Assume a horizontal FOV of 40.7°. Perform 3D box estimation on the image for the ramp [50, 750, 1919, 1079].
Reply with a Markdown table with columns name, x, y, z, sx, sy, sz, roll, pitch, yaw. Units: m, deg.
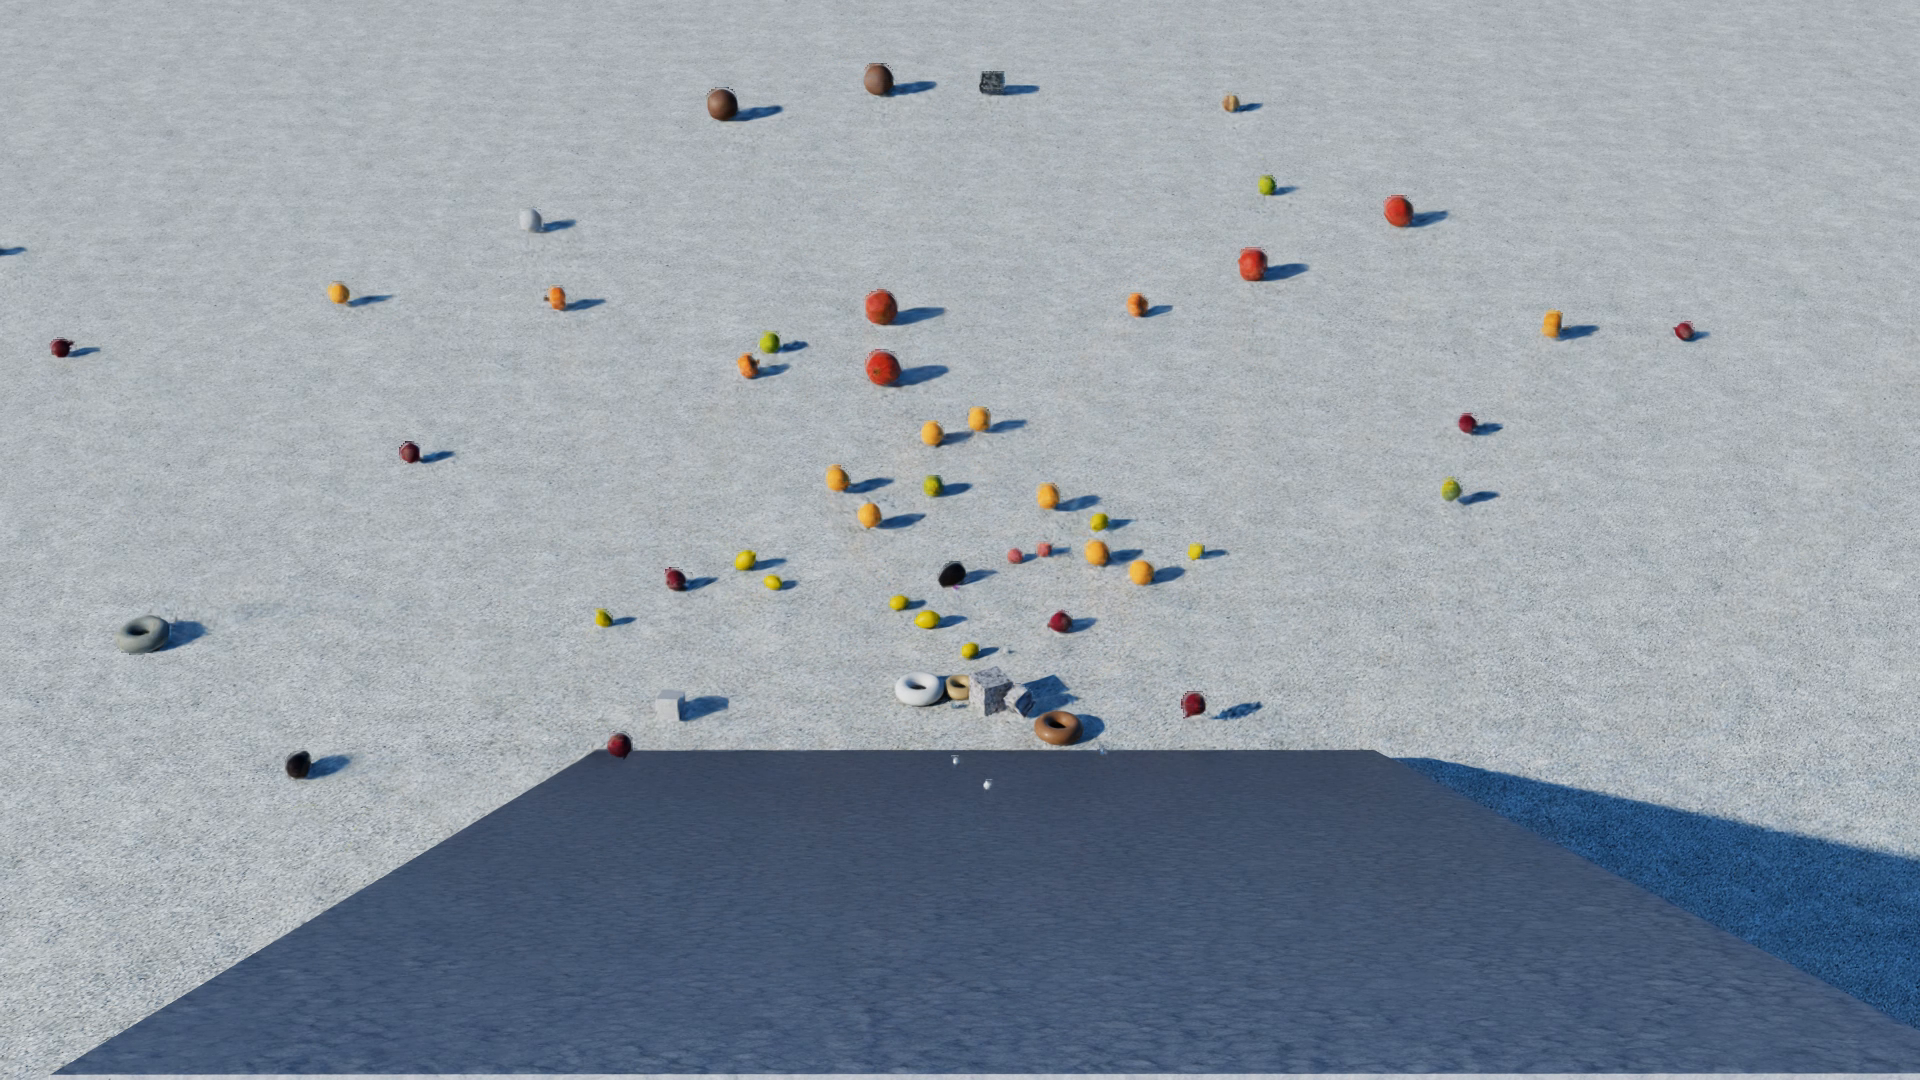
| name | x | y | z | sx | sy | sz | roll | pitch | yaw |
| --- | --- | --- | --- | --- | --- | --- | --- | --- | --- |
| ramp | 0.066 | 0.593 | 4.648 | 2.000 | 0.100 | 4.000 | 0 | 0 | 0 |

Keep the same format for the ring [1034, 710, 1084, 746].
| name | x | y | z | sx | sy | sz | roll | pitch | yaw |
| --- | --- | --- | --- | --- | --- | --- | --- | --- | --- |
| ring | 0.262 | 0.497 | 6.854 | 0.131 | 0.044 | 0.131 | 1 | 30 | -1 |

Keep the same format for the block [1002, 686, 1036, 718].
| name | x | y | z | sx | sy | sz | roll | pitch | yaw |
| --- | --- | --- | --- | --- | --- | --- | --- | --- | --- |
| block | 0.159 | 0.432 | 6.925 | 0.054 | 0.054 | 0.054 | -45 | 34 | -20 |

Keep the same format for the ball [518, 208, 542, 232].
| name | x | y | z | sx | sy | sz | roll | pitch | yaw |
| --- | --- | --- | --- | --- | --- | --- | --- | --- | --- |
| ball | -1.629 | -1.212 | 9.810 | 0.087 | 0.087 | 0.087 | 0 | 30 | 0 |

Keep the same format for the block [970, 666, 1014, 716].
| name | x | y | z | sx | sy | sz | roll | pitch | yaw |
| --- | --- | --- | --- | --- | --- | --- | --- | --- | --- |
| block | 0.084 | 0.407 | 6.968 | 0.087 | 0.087 | 0.087 | -15 | 33 | -24 |

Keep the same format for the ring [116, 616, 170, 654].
| name | x | y | z | sx | sy | sz | roll | pitch | yaw |
| --- | --- | --- | --- | --- | --- | --- | --- | --- | --- |
| ring | -2.289 | 0.265 | 7.252 | 0.147 | 0.049 | 0.147 | -3 | 33 | 2 |

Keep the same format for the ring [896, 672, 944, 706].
| name | x | y | z | sx | sy | sz | roll | pitch | yaw |
| --- | --- | --- | --- | --- | --- | --- | --- | --- | --- |
| ring | -0.109 | 0.404 | 7.018 | 0.134 | 0.045 | 0.134 | -1 | 30 | 0 |

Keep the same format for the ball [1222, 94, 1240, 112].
| name | x | y | z | sx | sy | sz | roll | pitch | yaw |
| --- | --- | --- | --- | --- | --- | --- | --- | --- | --- |
| ball | 1.146 | -1.847 | 10.939 | 0.075 | 0.075 | 0.075 | 0 | 30 | 0 |

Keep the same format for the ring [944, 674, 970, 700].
| name | x | y | z | sx | sy | sz | roll | pitch | yaw |
| --- | --- | --- | --- | --- | --- | --- | --- | --- | --- |
| ring | 0.002 | 0.400 | 7.035 | 0.099 | 0.033 | 0.099 | 0 | 31 | 0 |

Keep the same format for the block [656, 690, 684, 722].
| name | x | y | z | sx | sy | sz | roll | pitch | yaw |
| --- | --- | --- | --- | --- | --- | --- | --- | --- | --- |
| block | -0.775 | 0.442 | 6.924 | 0.061 | 0.061 | 0.061 | 5 | 21 | 9 |
